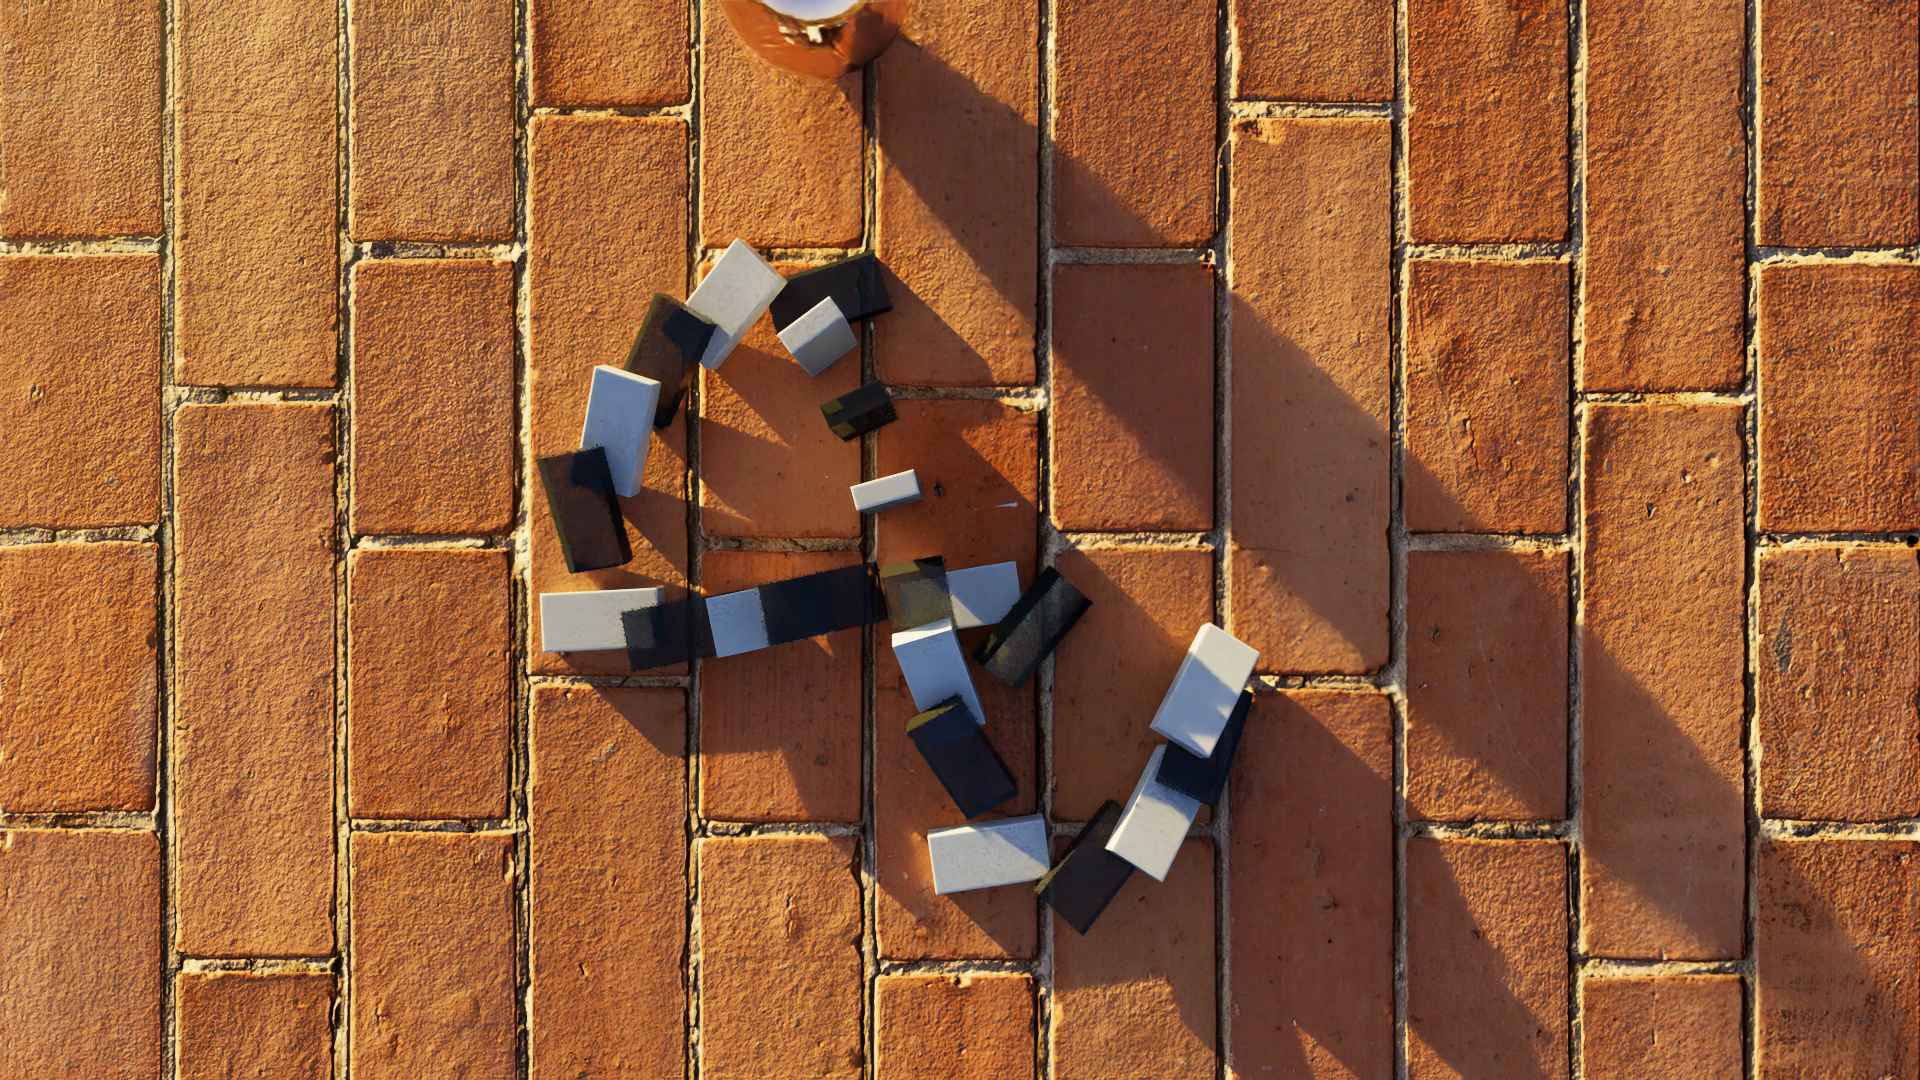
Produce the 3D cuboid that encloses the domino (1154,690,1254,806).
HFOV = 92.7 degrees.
[{"bbox_3d":[0.104,0.084,0.389,0.025,0.010,0.050,24,74,0],"label":"domino"}]

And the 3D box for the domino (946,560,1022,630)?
[{"bbox_3d":[0.001,0.025,0.395,0.050,0.010,0.025,-9,90,0],"label":"domino"}]

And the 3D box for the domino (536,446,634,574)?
[{"bbox_3d":[-0.158,-0.013,0.388,0.025,0.009,0.050,-9,104,6],"label":"domino"}]

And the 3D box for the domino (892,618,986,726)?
[{"bbox_3d":[-0.008,0.059,0.384,0.025,0.010,0.050,-17,116,4],"label":"domino"}]

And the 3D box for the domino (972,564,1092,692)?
[{"bbox_3d":[0.031,0.038,0.389,0.050,0.010,0.025,-50,128,0],"label":"domino"}]

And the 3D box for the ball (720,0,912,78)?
[{"bbox_3d":[-0.057,-0.226,0.360,0.080,0.080,0.080,0,90,0],"label":"ball"}]

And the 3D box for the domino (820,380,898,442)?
[{"bbox_3d":[-0.040,-0.052,0.375,0.025,0.050,0.010,-24,90,0],"label":"domino"}]

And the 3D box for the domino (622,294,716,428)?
[{"bbox_3d":[-0.126,-0.076,0.388,0.025,0.009,0.050,31,107,0],"label":"domino"}]

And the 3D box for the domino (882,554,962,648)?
[{"bbox_3d":[-0.015,0.032,0.381,0.025,0.010,0.050,-11,116,1],"label":"domino"}]

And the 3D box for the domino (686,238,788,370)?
[{"bbox_3d":[-0.099,-0.099,0.389,0.025,0.009,0.050,44,105,0],"label":"domino"}]

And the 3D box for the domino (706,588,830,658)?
[{"bbox_3d":[-0.080,0.032,0.389,0.050,0.009,0.025,-12,90,-16],"label":"domino"}]

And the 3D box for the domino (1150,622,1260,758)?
[{"bbox_3d":[0.103,0.063,0.384,0.025,0.010,0.050,31,74,2],"label":"domino"}]

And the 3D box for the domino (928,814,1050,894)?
[{"bbox_3d":[0.013,0.135,0.395,0.050,0.010,0.025,-8,90,0],"label":"domino"}]

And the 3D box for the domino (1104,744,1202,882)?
[{"bbox_3d":[0.085,0.115,0.388,0.025,0.009,0.050,32,74,0],"label":"domino"}]

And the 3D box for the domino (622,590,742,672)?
[{"bbox_3d":[-0.115,0.038,0.389,0.050,0.009,0.025,-10,90,-15],"label":"domino"}]

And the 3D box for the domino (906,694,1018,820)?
[{"bbox_3d":[0.001,0.092,0.386,0.025,0.010,0.050,-30,107,8],"label":"domino"}]

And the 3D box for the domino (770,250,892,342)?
[{"bbox_3d":[-0.057,-0.105,0.395,0.050,0.010,0.025,-18,90,0],"label":"domino"}]

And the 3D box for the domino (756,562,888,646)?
[{"bbox_3d":[-0.058,0.026,0.385,0.050,0.010,0.025,-12,90,-16],"label":"domino"}]

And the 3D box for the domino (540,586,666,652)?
[{"bbox_3d":[-0.153,0.034,0.395,0.050,0.009,0.025,-3,90,0],"label":"domino"}]

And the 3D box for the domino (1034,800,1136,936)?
[{"bbox_3d":[0.058,0.138,0.389,0.025,0.010,0.050,44,76,0],"label":"domino"}]

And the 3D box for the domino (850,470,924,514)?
[{"bbox_3d":[-0.029,-0.019,0.375,0.025,0.050,0.010,-16,90,0],"label":"domino"}]

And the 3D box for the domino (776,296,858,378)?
[{"bbox_3d":[-0.057,-0.082,0.375,0.025,0.050,0.009,-36,90,0],"label":"domino"}]

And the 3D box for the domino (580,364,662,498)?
[{"bbox_3d":[-0.145,-0.046,0.388,0.025,0.009,0.050,18,106,1],"label":"domino"}]
